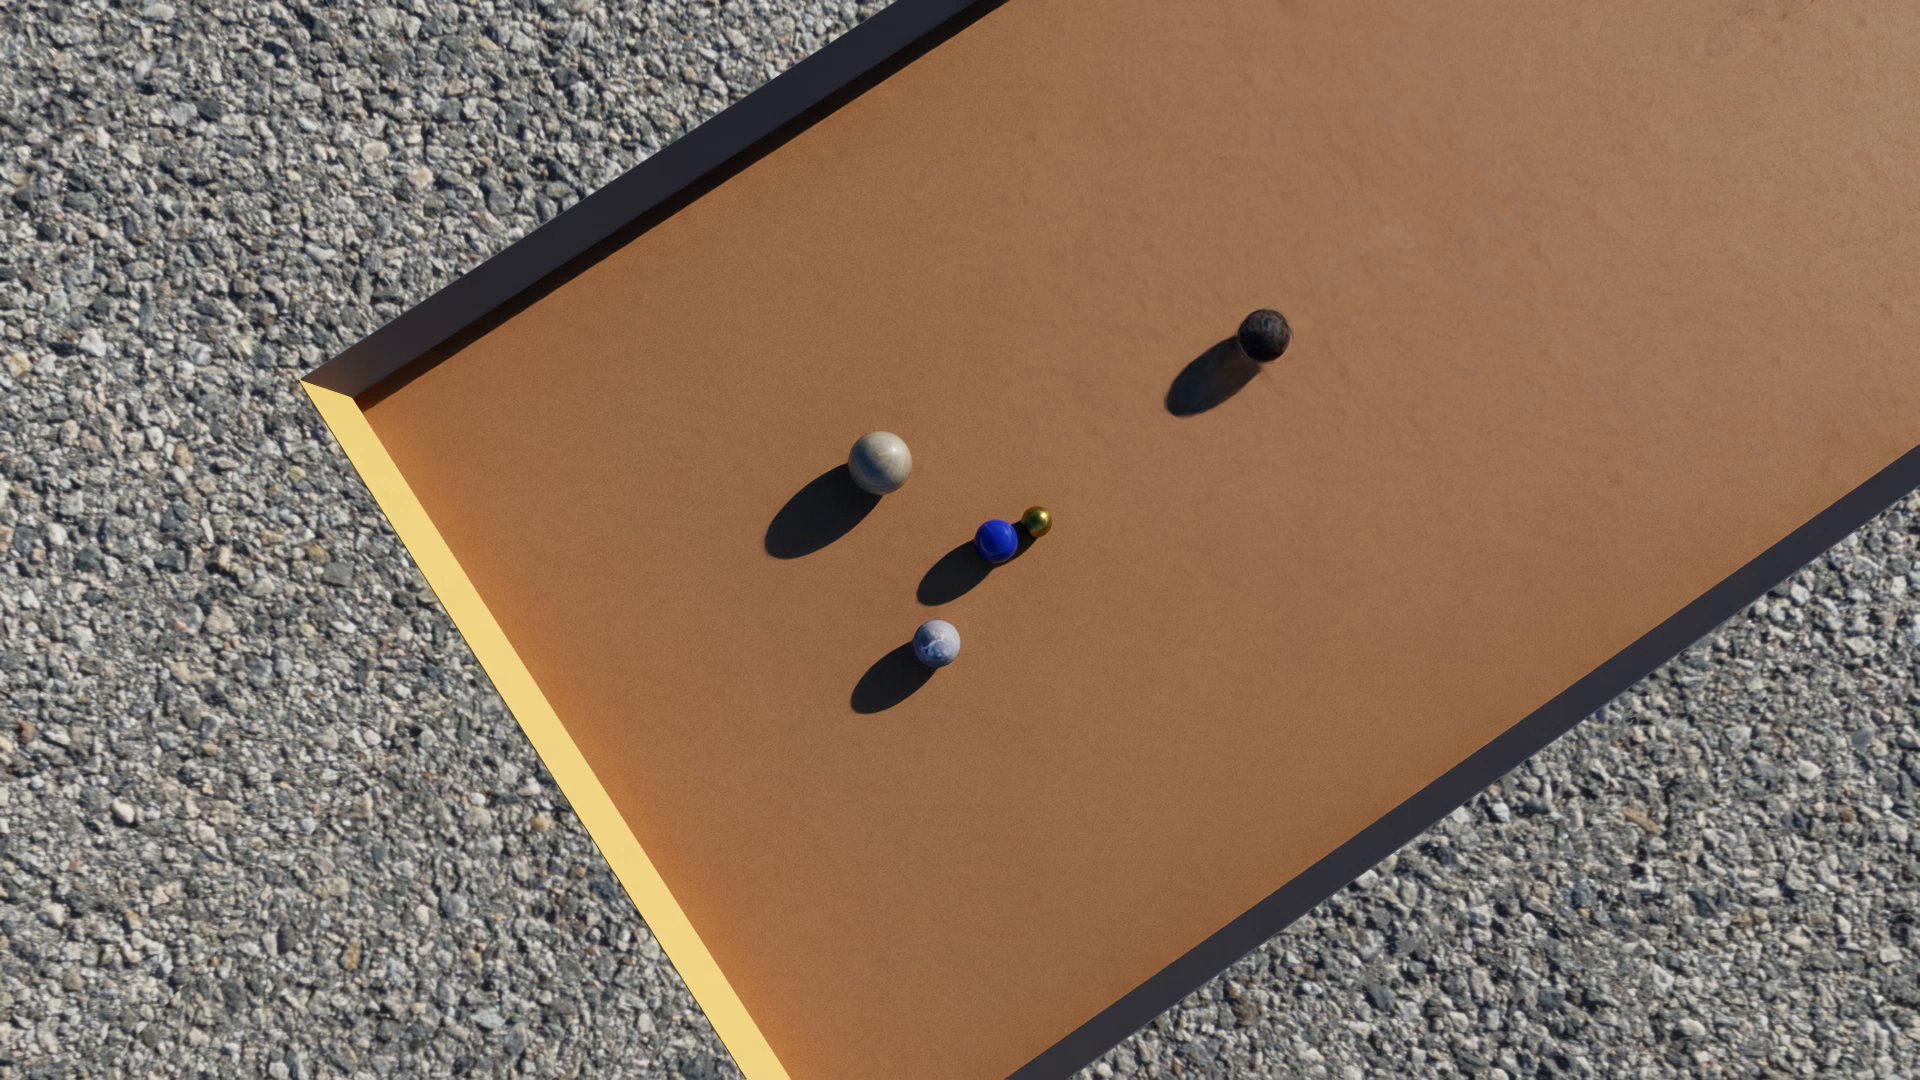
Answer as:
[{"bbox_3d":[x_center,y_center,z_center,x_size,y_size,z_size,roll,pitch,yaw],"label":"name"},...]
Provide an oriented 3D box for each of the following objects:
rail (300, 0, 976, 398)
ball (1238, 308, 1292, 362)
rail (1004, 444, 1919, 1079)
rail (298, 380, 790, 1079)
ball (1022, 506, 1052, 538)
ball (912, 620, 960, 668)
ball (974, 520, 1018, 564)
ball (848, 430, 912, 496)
[{"bbox_3d":[0.171,-0.957,3.418,2.729,0.126,0.045,-34,82,-5],"label":"rail"},{"bbox_3d":[0.461,-0.309,3.329,0.082,0.082,0.082,0,80,0],"label":"ball"},{"bbox_3d":[0.960,0.196,3.219,2.729,0.126,0.045,-34,82,-5],"label":"rail"},{"bbox_3d":[-0.546,0.358,3.191,0.045,0.126,1.459,-34,82,-5],"label":"rail"},{"bbox_3d":[0.115,-0.028,3.298,0.047,0.047,0.047,0,80,0],"label":"ball"},{"bbox_3d":[-0.034,0.153,3.255,0.071,0.071,0.071,0,80,0],"label":"ball"},{"bbox_3d":[0.054,0.002,3.284,0.066,0.066,0.066,0,80,0],"label":"ball"},{"bbox_3d":[-0.120,-0.115,3.288,0.097,0.097,0.097,0,80,0],"label":"ball"}]
